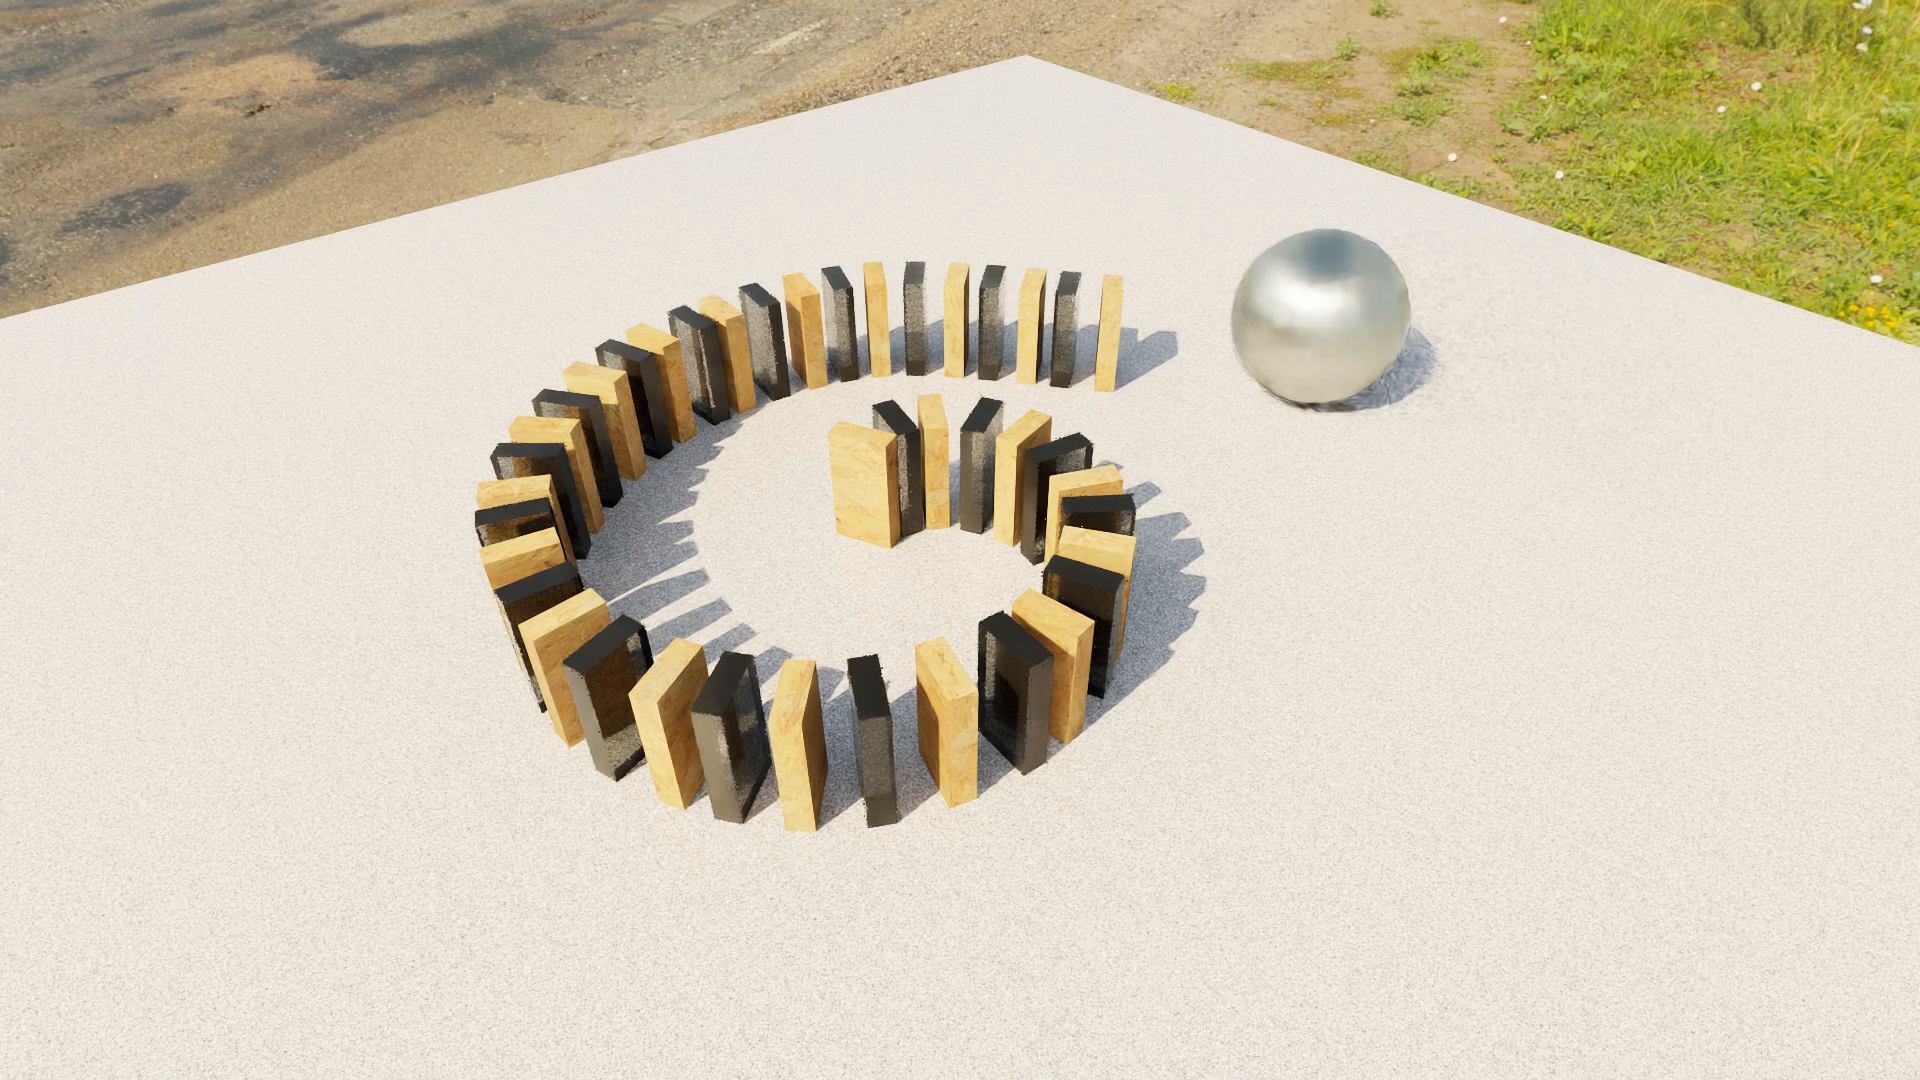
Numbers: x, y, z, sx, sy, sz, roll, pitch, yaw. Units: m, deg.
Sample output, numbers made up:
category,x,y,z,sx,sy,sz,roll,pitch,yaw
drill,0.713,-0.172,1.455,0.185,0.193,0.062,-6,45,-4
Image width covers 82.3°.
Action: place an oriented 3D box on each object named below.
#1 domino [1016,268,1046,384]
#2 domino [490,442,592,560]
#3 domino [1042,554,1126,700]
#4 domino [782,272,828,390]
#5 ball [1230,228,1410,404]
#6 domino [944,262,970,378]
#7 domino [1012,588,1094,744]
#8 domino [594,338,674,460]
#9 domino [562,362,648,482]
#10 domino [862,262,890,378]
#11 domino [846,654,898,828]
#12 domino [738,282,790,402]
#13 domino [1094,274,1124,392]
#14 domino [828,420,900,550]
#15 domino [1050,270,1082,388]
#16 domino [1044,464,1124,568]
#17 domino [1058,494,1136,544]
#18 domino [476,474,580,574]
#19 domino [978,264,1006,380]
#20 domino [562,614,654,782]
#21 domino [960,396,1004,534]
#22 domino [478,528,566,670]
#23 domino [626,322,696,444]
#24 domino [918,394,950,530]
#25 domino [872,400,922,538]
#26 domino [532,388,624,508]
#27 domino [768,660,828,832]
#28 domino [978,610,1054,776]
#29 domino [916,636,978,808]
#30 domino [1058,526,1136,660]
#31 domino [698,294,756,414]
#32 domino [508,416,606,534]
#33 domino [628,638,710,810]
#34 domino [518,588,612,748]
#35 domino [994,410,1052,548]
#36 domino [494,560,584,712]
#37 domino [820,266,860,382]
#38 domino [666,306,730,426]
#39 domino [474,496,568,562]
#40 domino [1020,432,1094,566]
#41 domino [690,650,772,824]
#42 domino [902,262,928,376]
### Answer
category,x,y,z,sx,sy,sz,roll,pitch,yaw
domino,0.035,-0.104,0.539,0.010,0.050,0.025,7,40,9
domino,-0.163,-0.015,0.429,0.025,0.050,0.010,0,39,0
domino,0.041,0.030,0.375,0.025,0.050,0.009,16,42,19
domino,-0.075,-0.101,0.535,0.009,0.050,0.025,-18,43,-20
ball,0.168,-0.104,0.515,0.080,0.080,0.080,0,39,0
domino,-0.002,-0.108,0.544,0.009,0.050,0.025,4,40,5
domino,0.029,0.042,0.360,0.025,0.050,0.010,27,46,29
domino,-0.144,-0.062,0.487,0.025,0.050,0.009,20,43,22
domino,-0.152,-0.051,0.473,0.025,0.050,0.009,13,41,16
domino,-0.041,-0.109,0.544,0.010,0.050,0.025,-5,40,-6
domino,-0.027,0.062,0.336,0.010,0.050,0.025,-8,40,-9
domino,-0.093,-0.095,0.527,0.009,0.050,0.025,-23,45,-25
domino,0.072,-0.100,0.533,0.009,0.050,0.025,4,40,5
domino,-0.038,-0.021,0.438,0.025,0.050,0.009,16,42,19
domino,0.051,-0.102,0.536,0.009,0.050,0.025,8,40,9
domino,0.046,-0.003,0.416,0.025,0.050,0.009,-11,41,-13
domino,0.049,0.006,0.404,0.025,0.050,0.010,-3,39,-3
domino,-0.161,0.000,0.412,0.025,0.050,0.010,-8,40,-9
domino,0.016,-0.107,0.542,0.010,0.050,0.025,6,40,7
domino,-0.108,0.051,0.350,0.010,0.050,0.025,22,44,25
domino,0.009,-0.030,0.448,0.009,0.050,0.025,13,41,16
domino,-0.148,0.021,0.386,0.025,0.050,0.009,-18,43,-21
domino,-0.135,-0.071,0.498,0.025,0.050,0.010,26,46,28
domino,-0.011,-0.032,0.450,0.010,0.050,0.025,-5,40,-6
domino,-0.025,-0.029,0.447,0.009,0.050,0.025,-18,43,-21
domino,-0.158,-0.038,0.457,0.025,0.050,0.010,8,40,10
domino,-0.049,0.063,0.335,0.009,0.050,0.025,2,39,3
domino,0.017,0.049,0.351,0.010,0.050,0.025,-25,46,-28
domino,-0.004,0.057,0.342,0.010,0.050,0.025,-16,42,-19
domino,0.047,0.019,0.388,0.025,0.050,0.010,9,40,11
domino,-0.109,-0.087,0.518,0.009,0.050,0.025,-28,47,-30
domino,-0.162,-0.026,0.443,0.025,0.050,0.009,4,40,5
domino,-0.087,0.058,0.341,0.010,0.050,0.025,14,41,16
domino,-0.124,0.042,0.360,0.025,0.050,0.009,-32,49,-33
domino,0.025,-0.024,0.441,0.009,0.050,0.025,25,45,27
domino,-0.137,0.033,0.371,0.025,0.050,0.009,-25,45,-27
domino,-0.059,-0.106,0.541,0.009,0.050,0.025,-13,41,-15
domino,-0.121,-0.081,0.510,0.010,0.050,0.025,-32,49,-33
domino,-0.156,0.009,0.400,0.025,0.050,0.010,-13,41,-15
domino,0.038,-0.016,0.431,0.025,0.050,0.010,-21,44,-23
domino,-0.069,0.061,0.337,0.009,0.050,0.025,9,40,10
domino,-0.022,-0.109,0.545,0.009,0.050,0.025,1,39,1
